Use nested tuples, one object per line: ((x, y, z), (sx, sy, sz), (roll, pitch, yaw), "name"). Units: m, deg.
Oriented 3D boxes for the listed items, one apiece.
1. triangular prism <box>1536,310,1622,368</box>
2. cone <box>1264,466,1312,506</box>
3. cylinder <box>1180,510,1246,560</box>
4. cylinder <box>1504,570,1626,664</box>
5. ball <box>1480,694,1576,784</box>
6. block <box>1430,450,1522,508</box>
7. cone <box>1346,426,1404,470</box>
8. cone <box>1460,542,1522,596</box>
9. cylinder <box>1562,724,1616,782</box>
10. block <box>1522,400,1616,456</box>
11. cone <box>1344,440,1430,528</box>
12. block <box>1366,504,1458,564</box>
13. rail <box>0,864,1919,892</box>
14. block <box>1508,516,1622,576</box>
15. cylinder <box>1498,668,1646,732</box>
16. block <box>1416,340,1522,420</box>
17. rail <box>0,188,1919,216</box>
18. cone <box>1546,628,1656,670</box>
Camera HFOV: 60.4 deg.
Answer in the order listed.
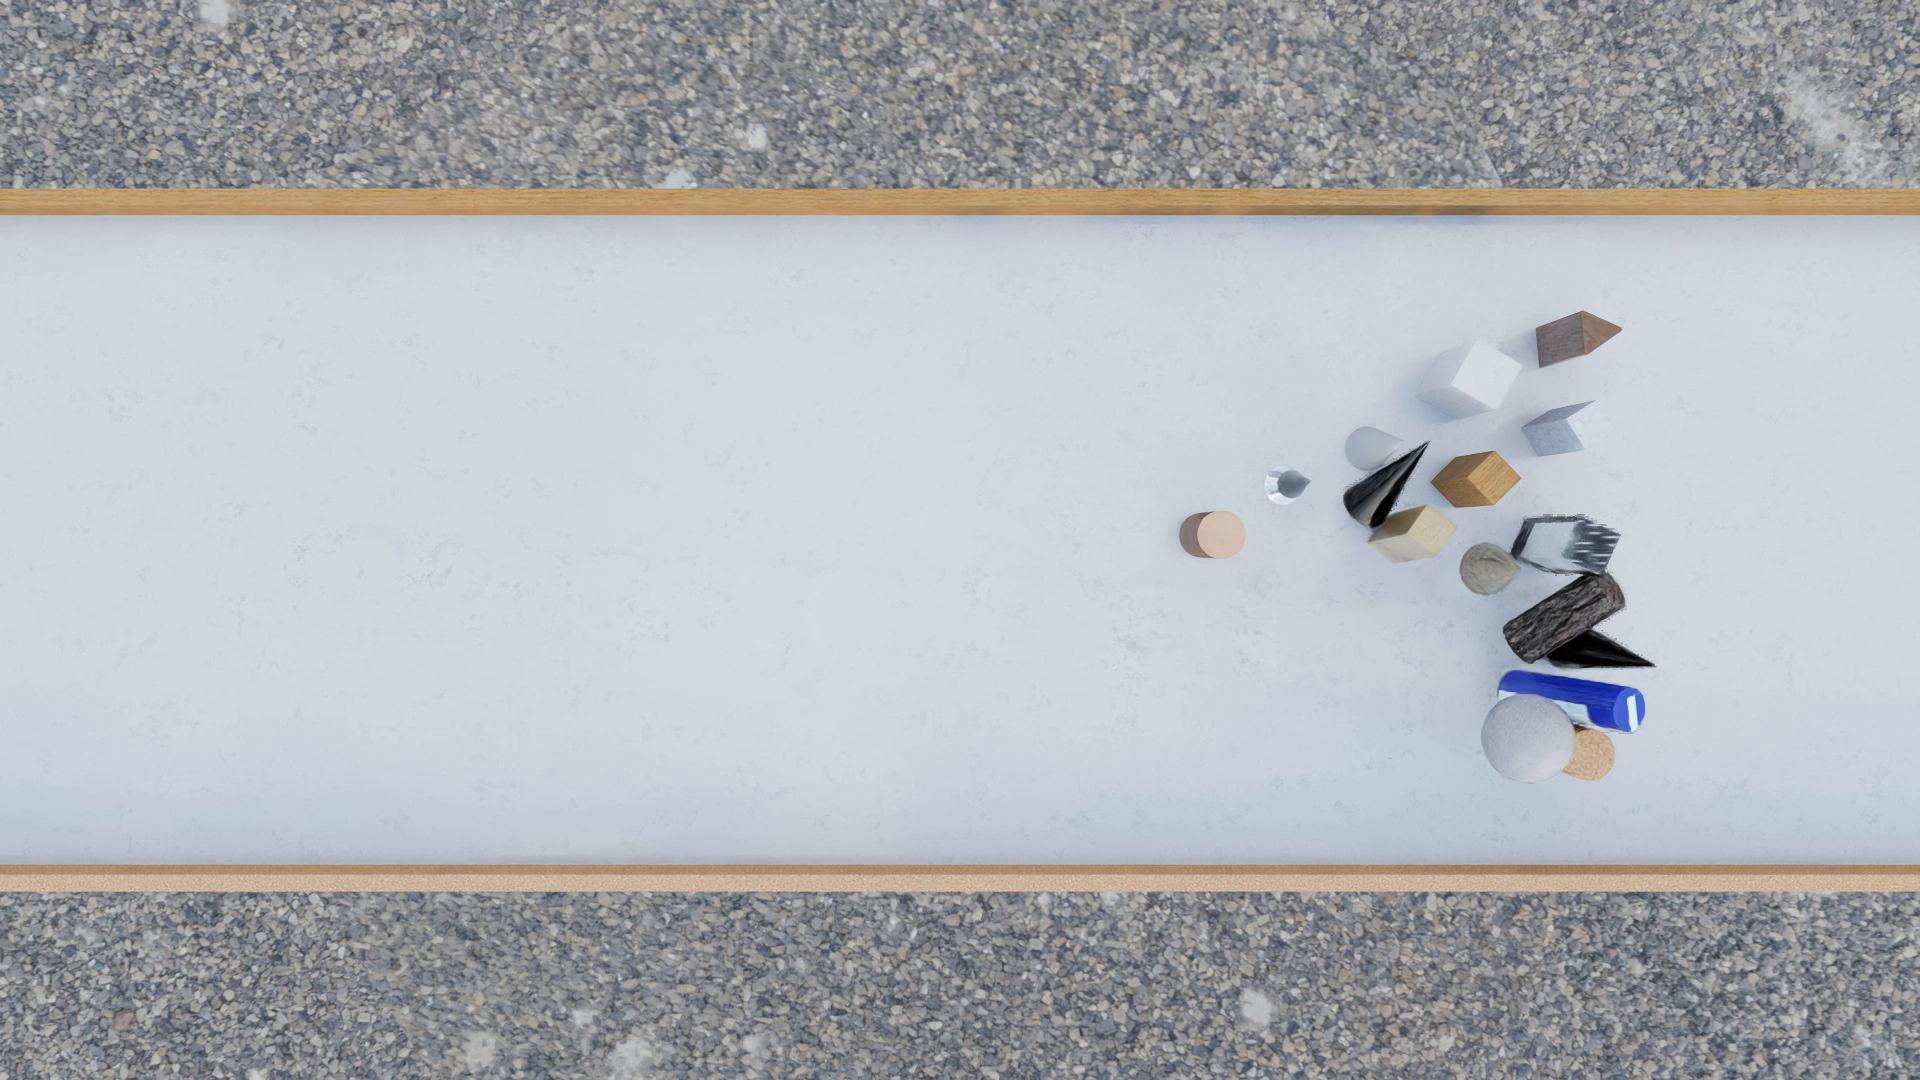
((1.806, -0.610, 4.891), (0.126, 0.372, 0.109), (-35, 90, 0), "triangular prism")
((0.998, -0.168, 4.881), (0.123, 0.391, 0.123), (0, 90, 0), "cone")
((0.743, -0.015, 4.880), (0.138, 0.394, 0.138), (0, 90, 0), "cylinder")
((1.799, 0.227, 4.915), (0.141, 0.141, 0.329), (49, 125, 0), "cylinder")
((1.620, 0.566, 4.705), (0.256, 0.256, 0.256), (0, 90, 0), "ball")
((1.525, -0.177, 4.891), (0.111, 0.371, 0.111), (-44, 90, 0), "block")
((1.253, -0.281, 4.863), (0.137, 0.426, 0.137), (0, 90, 0), "cone")
((1.620, 0.087, 4.921), (0.162, 0.308, 0.162), (0, 89, -1), "cone")
((1.800, 0.617, 4.906), (0.150, 0.331, 0.150), (0, 91, -4), "cylinder")
((1.798, -0.328, 4.885), (0.105, 0.383, 0.105), (-32, 90, 0), "block")
((1.297, -0.195, 4.896), (0.148, 0.350, 0.148), (13, 53, -17), "cone")
((1.332, -0.015, 4.881), (0.107, 0.383, 0.107), (37, 85, 0), "block")
((-2.247, 1.025, 5.001), (12.000, 0.150, 0.050), (0, 90, 0), "rail")
((1.772, 0.017, 4.853), (0.128, 0.447, 0.128), (24, 90, 0), "block")
((1.792, 0.469, 4.855), (0.128, 0.434, 0.128), (-2, 94, -28), "cylinder")
((1.504, -0.473, 4.894), (0.149, 0.365, 0.149), (30, 90, 0), "block")
((-2.247, -1.025, 5.002), (12.000, 0.150, 0.050), (0, 90, 0), "rail")
((1.919, 0.339, 4.861), (0.160, 0.401, 0.160), (-2, 97, -17), "cone")
